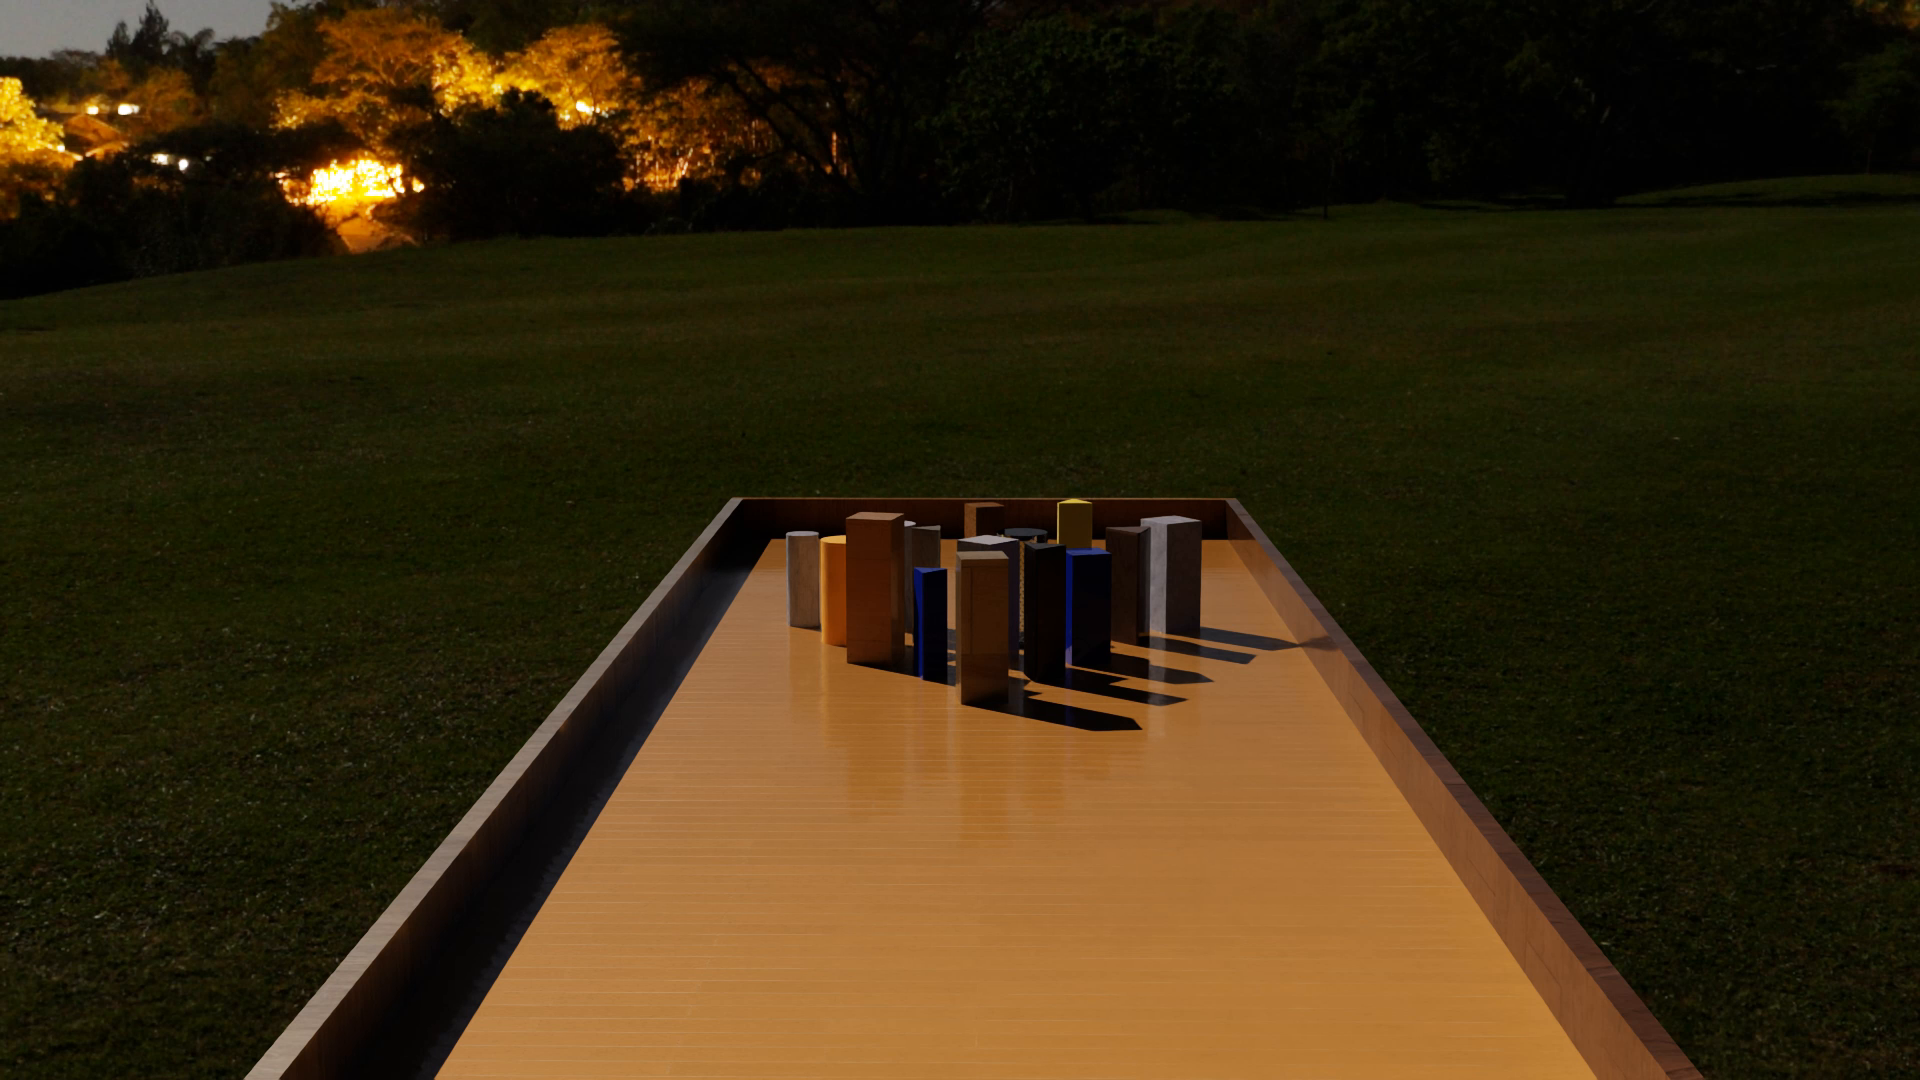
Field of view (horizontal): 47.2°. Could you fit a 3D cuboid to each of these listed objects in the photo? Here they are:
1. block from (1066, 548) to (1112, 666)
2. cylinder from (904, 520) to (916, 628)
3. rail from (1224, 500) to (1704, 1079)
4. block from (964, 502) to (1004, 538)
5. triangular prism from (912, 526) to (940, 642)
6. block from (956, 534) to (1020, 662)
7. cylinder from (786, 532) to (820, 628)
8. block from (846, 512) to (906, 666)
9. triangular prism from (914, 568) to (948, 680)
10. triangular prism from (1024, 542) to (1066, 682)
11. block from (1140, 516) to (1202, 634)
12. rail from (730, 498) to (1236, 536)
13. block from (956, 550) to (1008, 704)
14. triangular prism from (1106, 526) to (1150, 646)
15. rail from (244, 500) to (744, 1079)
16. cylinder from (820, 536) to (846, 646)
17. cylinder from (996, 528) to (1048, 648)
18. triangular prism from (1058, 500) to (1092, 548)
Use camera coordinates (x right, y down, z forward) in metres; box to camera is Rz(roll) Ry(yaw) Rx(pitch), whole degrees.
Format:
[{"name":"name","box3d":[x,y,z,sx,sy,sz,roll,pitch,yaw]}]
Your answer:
[{"name":"block","box3d":[0.379,0.201,6.668,0.123,0.337,0.123,-3,9,-15]},{"name":"cylinder","box3d":[-0.219,0.113,7.219,0.149,0.338,0.149,0,9,0]},{"name":"rail","box3d":[1.046,0.843,3.208,0.050,0.150,12.000,0,9,1]},{"name":"block","box3d":[0.080,0.085,7.178,0.100,0.405,0.100,-4,10,-22]},{"name":"triangular prism","box3d":[-0.086,0.142,6.938,0.100,0.368,0.087,6,11,31]},{"name":"block","box3d":[0.086,0.181,6.686,0.135,0.369,0.135,8,12,42]},{"name":"cylinder","box3d":[-0.516,0.129,7.229,0.107,0.303,0.107,0,9,0]},{"name":"block","box3d":[-0.256,0.146,6.670,0.141,0.443,0.141,2,9,15]},{"name":"triangular prism","box3d":[-0.103,0.242,6.463,0.086,0.319,0.099,8,12,43]},{"name":"triangular prism","box3d":[0.228,0.208,6.440,0.124,0.393,0.107,-9,12,-44]},{"name":"block","box3d":[0.686,0.111,7.167,0.141,0.358,0.141,-6,11,-31]},{"name":"rail","box3d":[0.099,-0.098,9.147,2.100,0.150,0.050,0,9,1]},{"name":"block","box3d":[0.061,0.244,6.161,0.133,0.409,0.133,-1,9,-7]},{"name":"triangular prism","box3d":[0.557,0.141,6.974,0.126,0.359,0.146,-8,12,-40]},{"name":"rail","box3d":[-1.004,0.839,3.234,0.050,0.150,12.000,0,9,1]},{"name":"cylinder","box3d":[-0.358,0.159,6.961,0.164,0.326,0.164,0,9,0]},{"name":"cylinder","box3d":[0.195,0.151,6.919,0.160,0.356,0.160,0,9,0]},{"name":"triangular prism","box3d":[0.372,0.077,7.197,0.111,0.415,0.096,0,9,0]}]
